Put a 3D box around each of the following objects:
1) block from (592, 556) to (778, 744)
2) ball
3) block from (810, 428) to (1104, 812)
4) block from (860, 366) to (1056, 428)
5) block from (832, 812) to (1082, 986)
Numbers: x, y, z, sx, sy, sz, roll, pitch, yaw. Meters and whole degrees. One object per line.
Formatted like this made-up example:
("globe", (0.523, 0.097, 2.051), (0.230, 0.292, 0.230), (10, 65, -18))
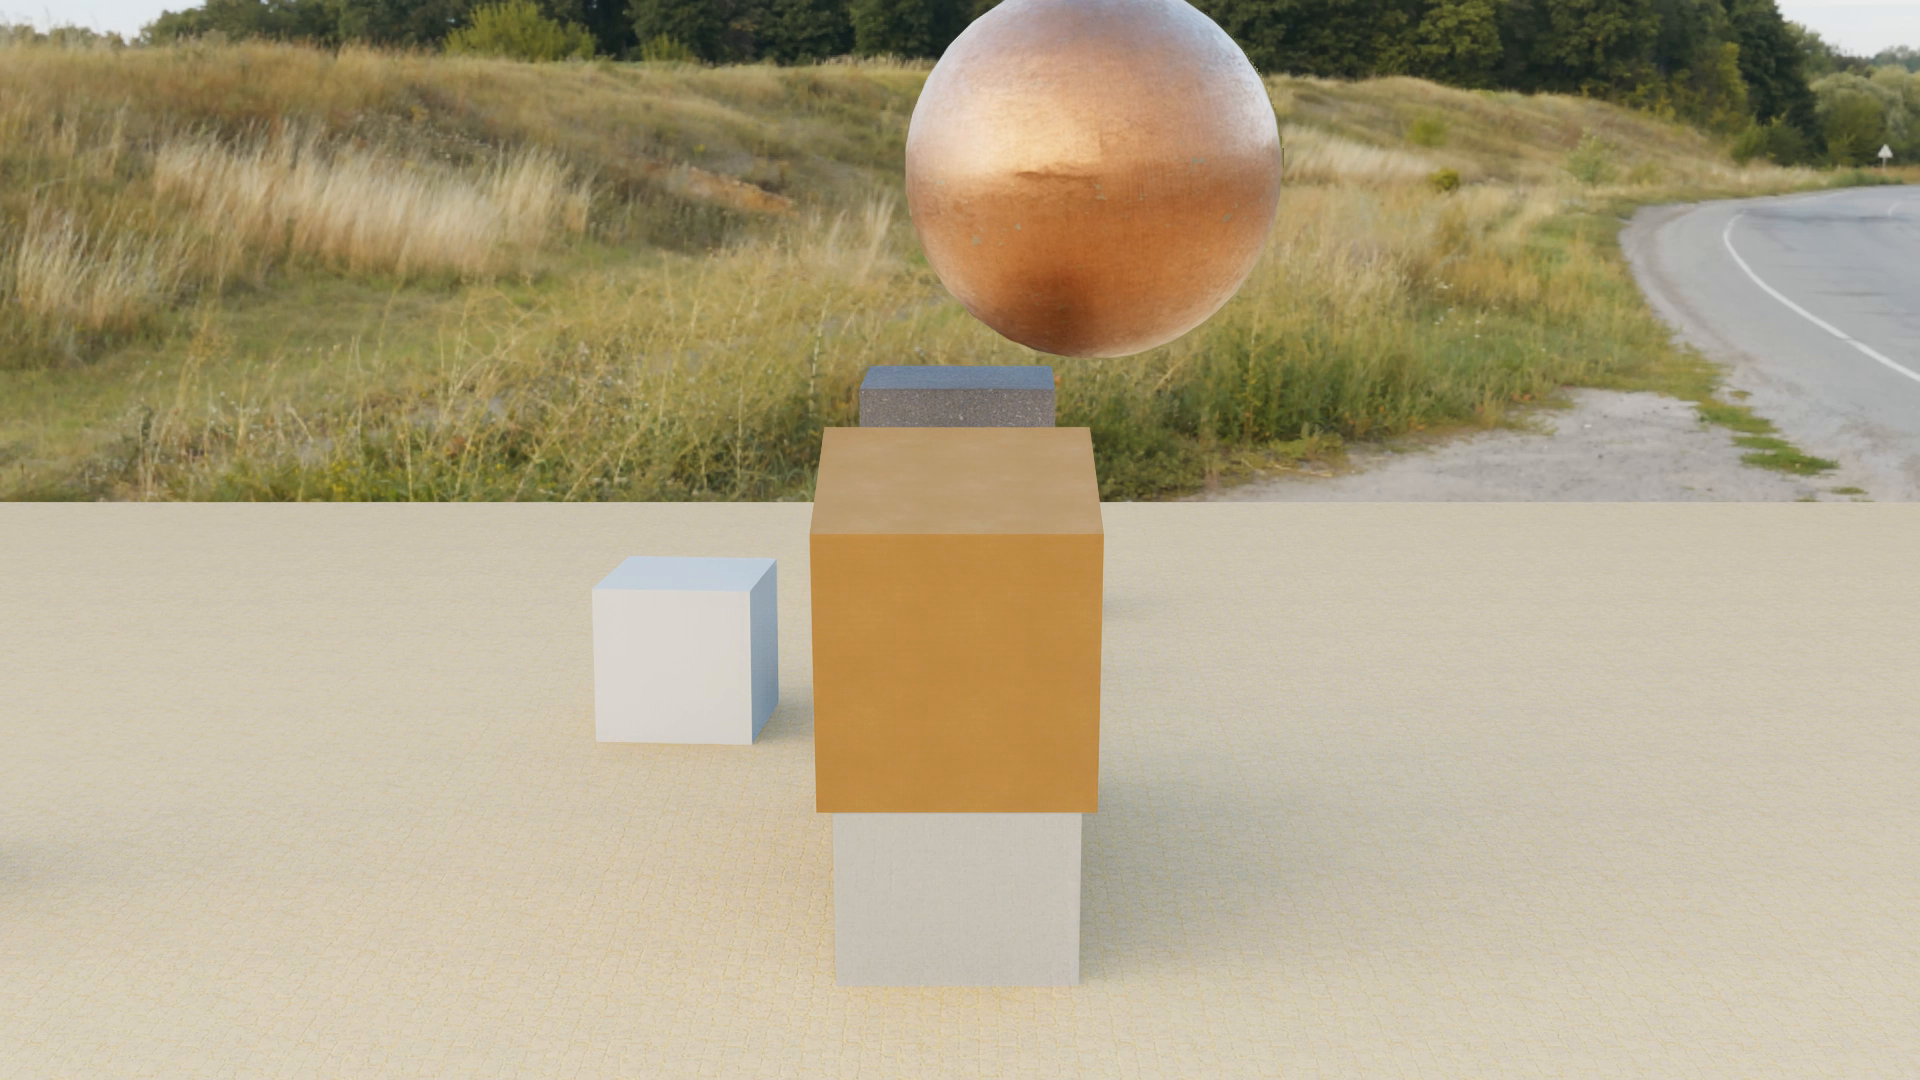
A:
("block", (-1.482, 0.588, 14.013), (0.838, 0.829, 0.938), (1, 10, 5))
("ball", (0.563, -1.570, 10.895), (1.600, 1.600, 1.600), (0, 10, 0))
("block", (-0.012, 0.291, 10.043), (1.069, 1.148, 1.117), (0, 23, 0))
("block", (-0.004, -0.265, 12.146), (0.884, 1.019, 0.935), (0, 10, 1))
("block", (-0.009, 1.236, 10.279), (0.945, 0.745, 0.878), (0, 21, 0))
